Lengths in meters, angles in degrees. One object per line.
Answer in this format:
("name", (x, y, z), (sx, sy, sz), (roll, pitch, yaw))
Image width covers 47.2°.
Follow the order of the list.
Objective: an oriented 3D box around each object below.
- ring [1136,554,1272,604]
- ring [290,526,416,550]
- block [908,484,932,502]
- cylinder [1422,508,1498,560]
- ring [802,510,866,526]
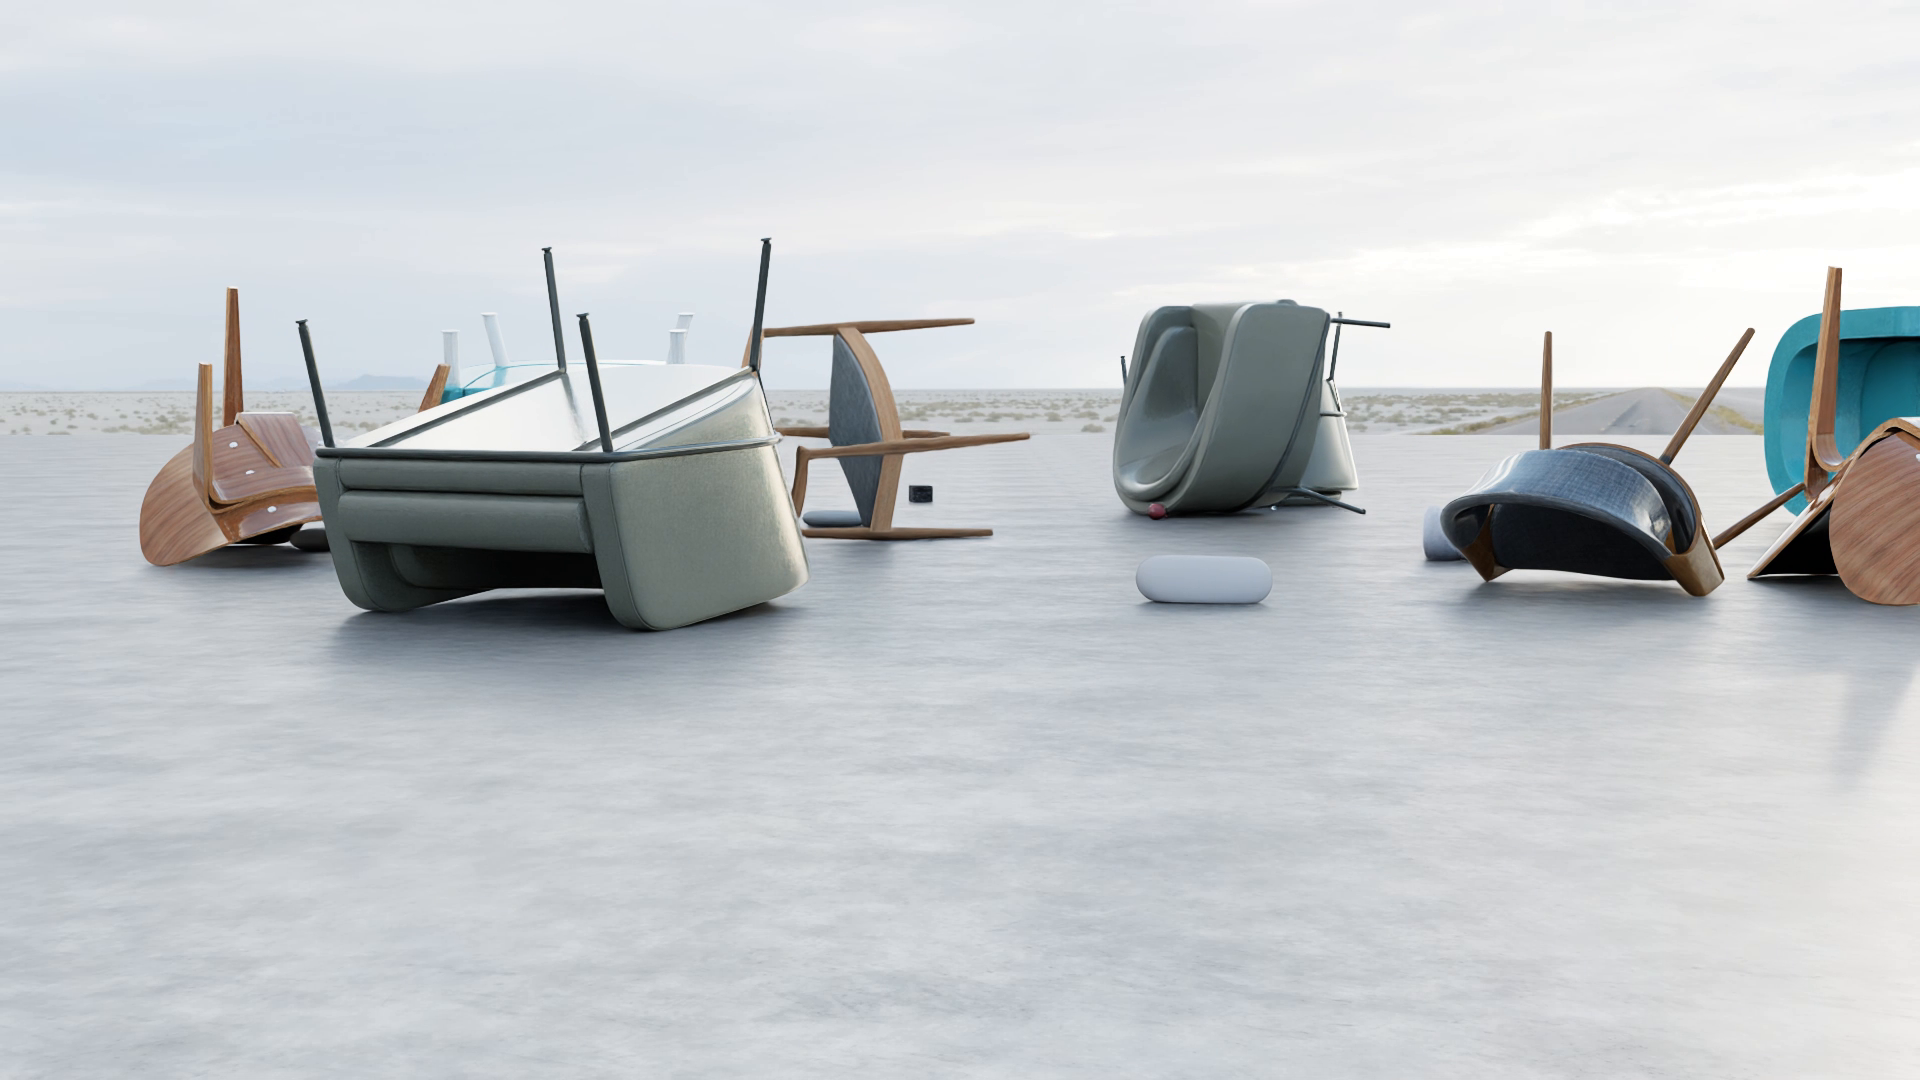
("ring", (0.514, 0.083, 4.636), (0.288, 0.098, 0.110), (1, 1, 8))
("ring", (-1.711, -0.006, 6.203), (0.352, 0.060, 0.218), (-3, 4, -29))
("block", (-0.157, -0.185, 8.779), (0.079, 0.064, 0.115), (-1, 4, -10))
("cylinder", (1.316, -0.016, 5.782), (0.166, 0.136, 0.136), (2, -10, 26))
("ring", (-0.413, -0.072, 7.243), (0.212, 0.048, 0.219), (0, 3, -18))
